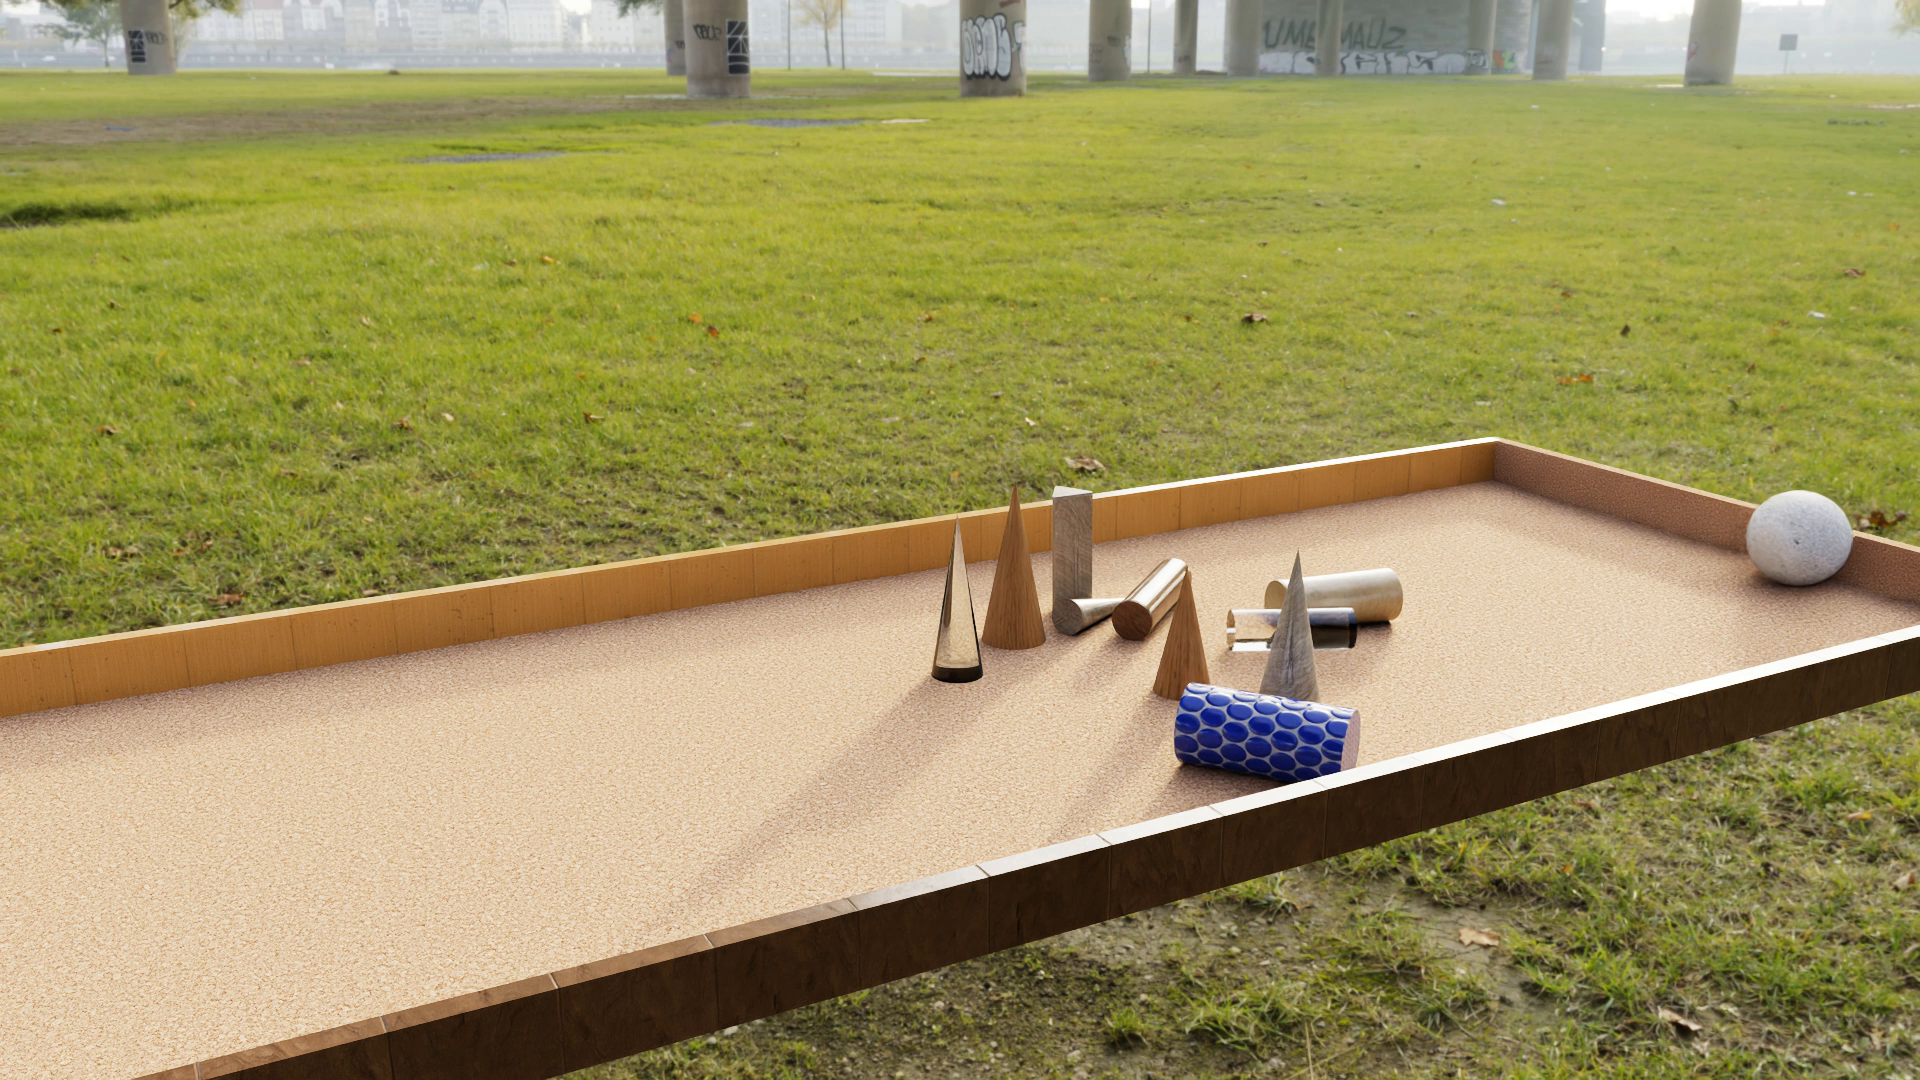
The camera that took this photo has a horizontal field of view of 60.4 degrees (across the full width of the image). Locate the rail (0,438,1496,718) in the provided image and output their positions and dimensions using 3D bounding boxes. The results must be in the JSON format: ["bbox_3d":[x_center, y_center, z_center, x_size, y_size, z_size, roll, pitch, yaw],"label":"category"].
[{"bbox_3d":[-3.305,0.497,3.399,12.000,0.150,0.050,-9,18,-27],"label":"rail"}]

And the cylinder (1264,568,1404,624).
[{"bbox_3d":[1.025,0.167,4.527,0.346,0.147,0.147,-6,17,-18],"label":"cylinder"}]

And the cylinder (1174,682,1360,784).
[{"bbox_3d":[0.668,0.426,3.588,0.365,0.179,0.179,8,18,25],"label":"cylinder"}]

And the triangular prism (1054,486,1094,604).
[{"bbox_3d":[0.292,0.034,4.604,0.121,0.357,0.105,-8,18,-22],"label":"triangular prism"}]

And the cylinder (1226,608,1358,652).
[{"bbox_3d":[0.875,0.236,4.358,0.321,0.110,0.110,-1,16,-3],"label":"cylinder"}]

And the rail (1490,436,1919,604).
[{"bbox_3d":[2.466,-0.048,5.253,0.050,0.150,2.100,-9,18,-27],"label":"rail"}]

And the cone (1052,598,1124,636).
[{"bbox_3d":[0.410,0.188,4.626,0.100,0.100,0.399,12,13,36],"label":"cone"}]

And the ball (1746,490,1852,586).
[{"bbox_3d":[2.478,-0.006,4.878,0.281,0.281,0.281,0,16,0],"label":"ball"}]

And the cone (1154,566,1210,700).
[{"bbox_3d":[0.551,0.216,4.043,0.145,0.325,0.145,0,16,0],"label":"cone"}]

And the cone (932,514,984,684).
[{"bbox_3d":[-0.007,0.136,4.136,0.134,0.426,0.134,0,16,0],"label":"cone"}]

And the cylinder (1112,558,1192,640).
[{"bbox_3d":[0.540,0.162,4.607,0.111,0.111,0.422,7,18,21],"label":"cylinder"}]

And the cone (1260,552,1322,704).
[{"bbox_3d":[0.776,0.222,3.843,0.169,0.426,0.169,0,16,0],"label":"cone"}]

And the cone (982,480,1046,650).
[{"bbox_3d":[0.145,0.054,4.386,0.173,0.442,0.173,0,16,0],"label":"cone"}]

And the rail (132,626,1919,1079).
[{"bbox_3d":[-2.336,1.006,1.665,12.000,0.150,0.050,-9,18,-27],"label":"rail"}]
